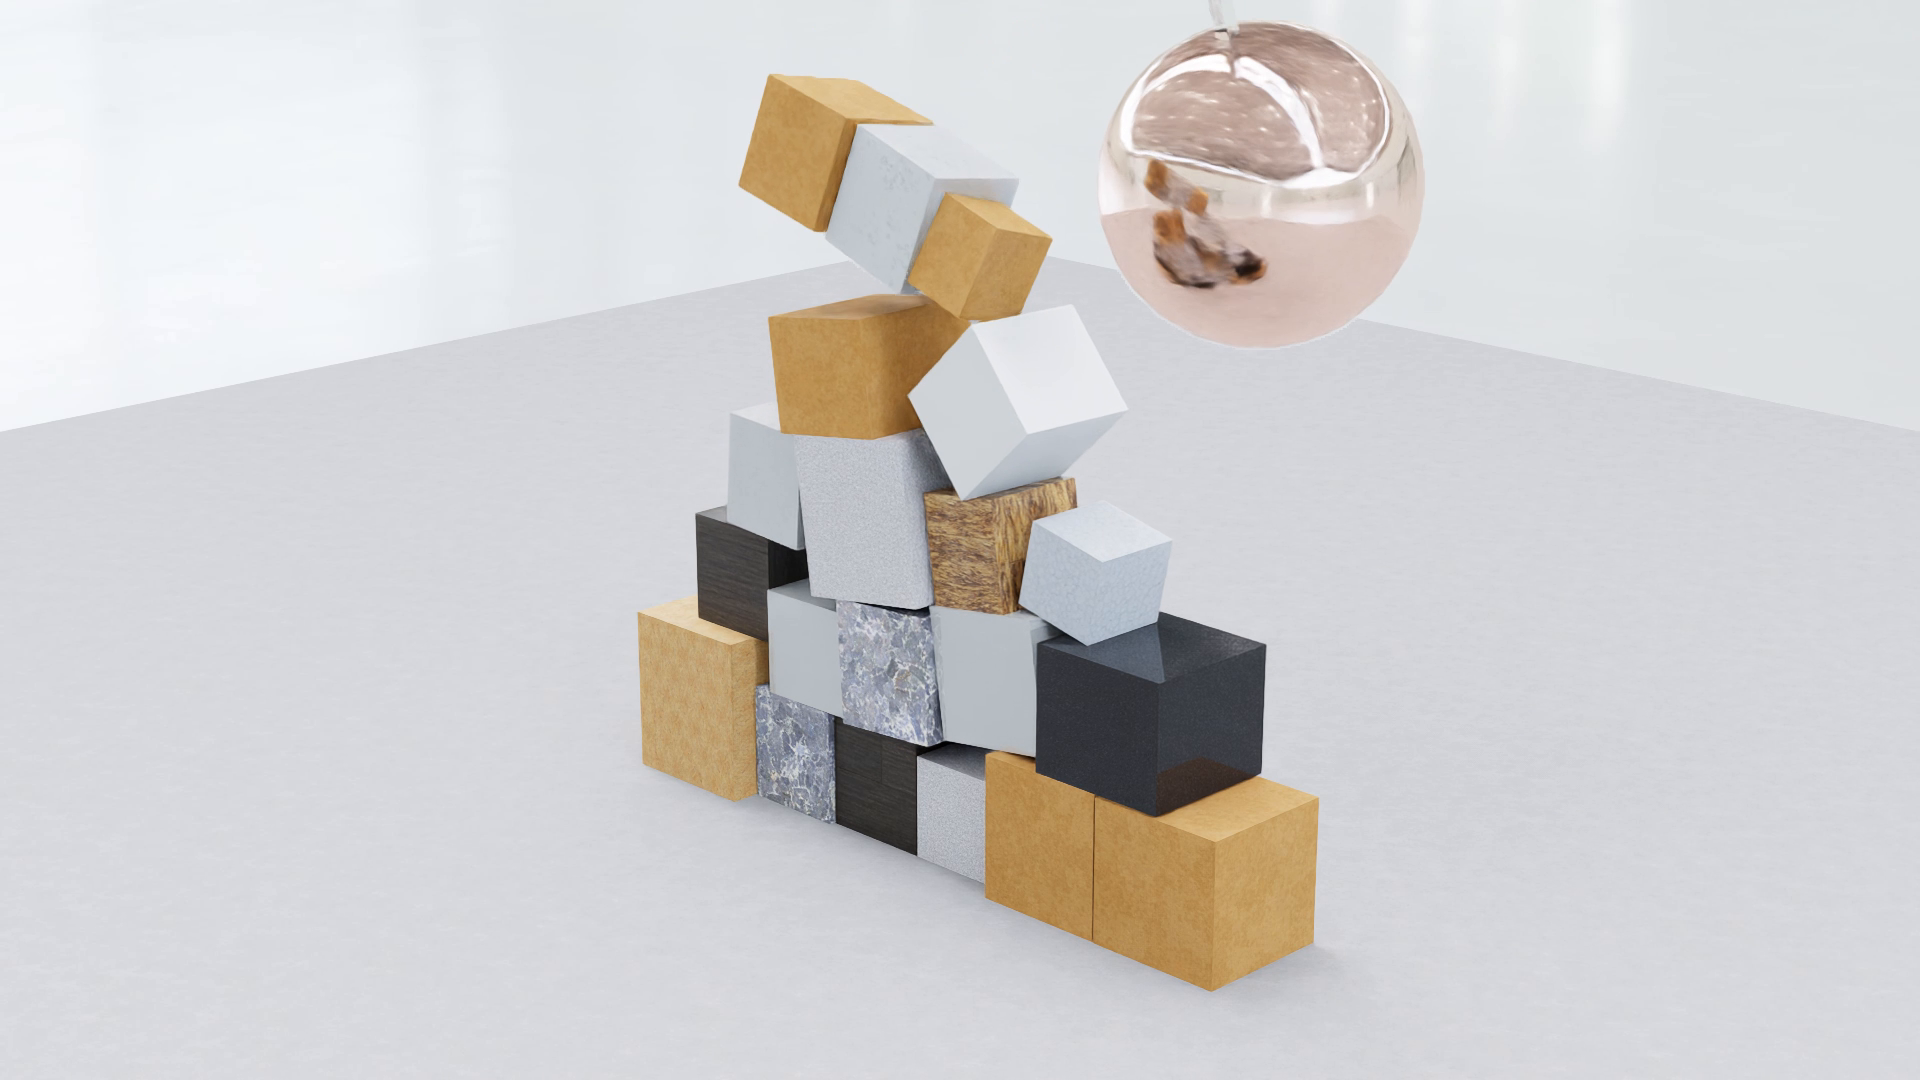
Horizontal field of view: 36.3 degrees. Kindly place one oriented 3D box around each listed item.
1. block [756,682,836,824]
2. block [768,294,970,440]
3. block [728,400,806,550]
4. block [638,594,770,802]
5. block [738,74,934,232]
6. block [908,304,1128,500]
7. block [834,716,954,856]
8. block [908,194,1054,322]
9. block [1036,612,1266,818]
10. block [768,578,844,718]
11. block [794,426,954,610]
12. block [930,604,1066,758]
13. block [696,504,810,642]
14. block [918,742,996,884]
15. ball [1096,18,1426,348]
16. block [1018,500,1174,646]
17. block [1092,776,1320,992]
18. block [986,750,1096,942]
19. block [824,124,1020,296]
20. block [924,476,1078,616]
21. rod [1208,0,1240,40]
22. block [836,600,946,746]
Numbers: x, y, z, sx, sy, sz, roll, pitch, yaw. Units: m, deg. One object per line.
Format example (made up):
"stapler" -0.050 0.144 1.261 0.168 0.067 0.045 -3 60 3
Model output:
"block" -0.611 0.975 14.300 0.558 0.565 0.521 -17 24 -42
"block" -0.397 -0.808 13.521 0.684 0.545 0.619 -17 16 -42
"block" -0.724 -0.339 14.001 0.496 0.552 0.575 22 27 40
"block" -1.063 0.730 14.672 0.807 0.810 0.704 -17 24 -42
"block" -0.573 -1.776 13.496 0.564 0.546 0.544 -6 31 -46
"block" 0.250 -0.603 12.833 0.580 0.547 0.594 -15 -19 -37
"block" -0.221 1.088 13.932 0.505 0.570 0.552 -17 24 -42
"block" 0.088 -1.224 12.821 0.367 0.430 0.358 4 27 -47
"block" 0.824 0.731 12.710 0.695 0.599 0.701 -17 24 -42
"block" -0.527 0.479 14.059 0.566 0.518 0.534 -17 23 -42
"block" -0.245 -0.158 13.557 0.702 0.766 0.673 6 16 45
"block" 0.312 0.571 13.199 0.545 0.626 0.646 -16 15 -41
"block" -0.917 0.128 14.337 0.516 0.539 0.534 -17 24 -42
"block" 0.175 1.237 13.574 0.516 0.501 0.538 -17 24 -42
"ball" 1.467 -1.736 14.334 1.600 1.600 1.600 0 17 0
"block" 0.591 0.139 12.774 0.445 0.407 0.425 -17 36 -41
"block" 1.059 1.428 12.663 0.683 0.682 0.675 -17 24 -42
"block" 0.581 1.281 13.115 0.670 0.692 0.653 -17 24 -42
"block" -0.172 -1.482 13.134 0.504 0.563 0.568 -6 34 -42
"block" 0.202 0.007 13.143 0.510 0.518 0.449 -16 15 -39
"rod" 0.636 -4.531 12.584 0.080 5.200 0.080 17 44 42
"block" -0.146 0.541 13.643 0.603 0.610 0.568 -17 20 -42
